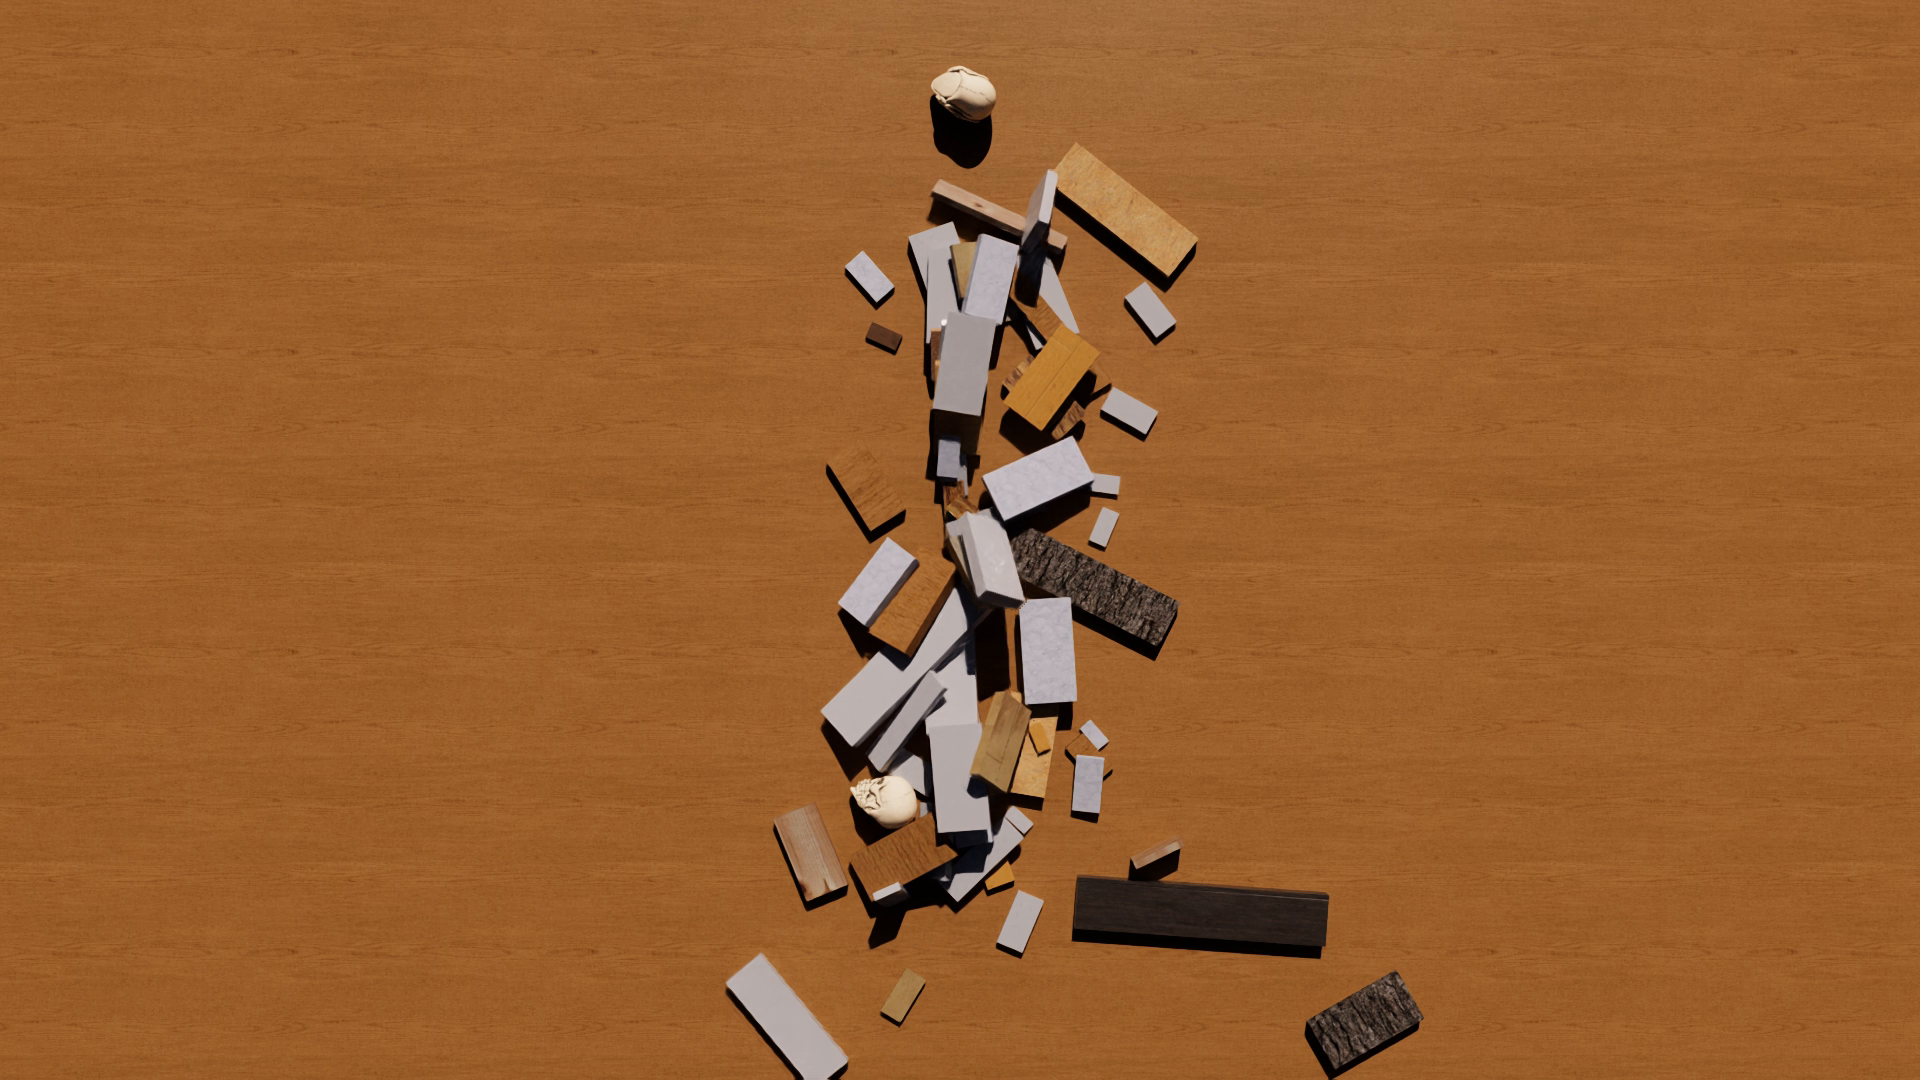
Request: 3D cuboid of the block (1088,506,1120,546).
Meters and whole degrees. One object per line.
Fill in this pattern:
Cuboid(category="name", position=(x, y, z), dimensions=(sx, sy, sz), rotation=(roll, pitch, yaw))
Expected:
Cuboid(category="block", position=(0.479, -0.044, 5.492), dimensions=(0.060, 0.017, 0.120), rotation=(23, 90, 0))

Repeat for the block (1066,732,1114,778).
Cuboid(category="block", position=(0.431, 0.724, 5.489), dimensions=(0.077, 0.022, 0.154), rotation=(-41, 90, 0))

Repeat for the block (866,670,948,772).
Cuboid(category="block", position=(-0.176, 0.595, 5.412), dimensions=(0.374, 0.025, 0.088), rotation=(-53, 53, 17))

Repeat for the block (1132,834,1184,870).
Cuboid(category="block", position=(0.653, 1.031, 5.456), dimensions=(0.176, 0.088, 0.025), rotation=(-26, 90, 0))

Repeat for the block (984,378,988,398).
Cuboid(category="block", position=(0.053, -0.552, 5.489), dimensions=(0.080, 0.023, 0.159), rotation=(4, 90, 0))

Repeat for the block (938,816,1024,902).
Cuboid(category="block", position=(0.068, 1.055, 5.459), dimensions=(0.305, 0.027, 0.096), rotation=(-44, 89, 3))

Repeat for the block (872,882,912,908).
Cuboid(category="block", position=(-0.223, 1.165, 5.410), dimensions=(0.092, 0.184, 0.026), rotation=(-24, 68, 0))

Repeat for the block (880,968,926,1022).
Cuboid(category="block", position=(-0.189, 1.514, 5.489), dimensions=(0.077, 0.022, 0.163), rotation=(31, 90, 0))

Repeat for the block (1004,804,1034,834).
Cuboid(category="block", position=(0.195, 0.931, 5.493), dimensions=(0.094, 0.013, 0.047), rotation=(42, 90, 0))

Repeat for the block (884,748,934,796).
Cuboid(category="block", position=(-0.164, 0.762, 5.486), dimensions=(0.192, 0.027, 0.096), rotation=(31, 90, 0))

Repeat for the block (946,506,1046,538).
Cuboid(category="block", position=(0.118, -0.076, 5.451), dimensions=(0.335, 0.020, 0.069), rotation=(-20, 102, -8))

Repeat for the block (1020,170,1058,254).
Cuboid(category="block", position=(0.258, -1.068, 5.359), dimensions=(0.038, 0.135, 0.269), rotation=(23, 47, -12))

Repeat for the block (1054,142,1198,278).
Cuboid(category="block", position=(0.538, -1.094, 5.477), dimensions=(0.517, 0.045, 0.160), rotation=(38, 90, 0))

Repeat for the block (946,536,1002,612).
Cuboid(category="block", position=(0.071, 0.101, 5.354), dimensions=(0.138, 0.039, 0.275), rotation=(-9, 55, -25))

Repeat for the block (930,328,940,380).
Cuboid(category="block", position=(-0.051, -0.609, 5.417), dimensions=(0.087, 0.025, 0.174), rotation=(0, 118, 1))

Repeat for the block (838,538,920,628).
Cuboid(category="block", position=(-0.268, 0.141, 5.446), dimensions=(0.138, 0.039, 0.275), rotation=(37, 90, 33))

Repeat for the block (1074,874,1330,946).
Cuboid(category="block", position=(0.800, 1.230, 5.476), dimensions=(0.832, 0.048, 0.171), rotation=(4, 90, 0))

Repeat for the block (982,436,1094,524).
Cuboid(category="block", position=(0.257, -0.199, 5.438), dimensions=(0.332, 0.047, 0.166), rotation=(-24, 79, -8))

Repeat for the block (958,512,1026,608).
Cuboid(category="block", position=(0.101, 0.064, 5.300), dimensions=(0.160, 0.320, 0.045), rotation=(17, 133, -35))

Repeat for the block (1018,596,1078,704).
Cuboid(category="block", position=(0.288, 0.363, 5.429), dimensions=(0.171, 0.048, 0.341), rotation=(-4, 90, 0))

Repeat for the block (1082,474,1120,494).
Cuboid(category="block", position=(0.471, -0.189, 5.492), dimensions=(0.120, 0.017, 0.060), rotation=(7, 90, 0))

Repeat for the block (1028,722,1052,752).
Cuboid(category="block", position=(0.263, 0.651, 5.447), dimensions=(0.047, 0.013, 0.094), rotation=(-21, 90, 0))

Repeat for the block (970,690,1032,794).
Cuboid(category="block", position=(0.133, 0.653, 5.333), dimensions=(0.146, 0.041, 0.292), rotation=(40, 58, -37))

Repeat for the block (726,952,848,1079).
Cuboid(category="block", position=(-0.573, 1.597, 5.479), dimensions=(0.146, 0.041, 0.459), rotation=(-40, 90, 0))

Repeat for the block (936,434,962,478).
Cuboid(category="block", position=(-0.036, -0.276, 5.410), dimensions=(0.069, 0.020, 0.139), rotation=(5, 107, -1))

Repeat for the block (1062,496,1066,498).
Cuboid(category="block", position=(0.326, -0.195, 5.492), dimensions=(0.055, 0.016, 0.110), rotation=(-40, 90, 0))

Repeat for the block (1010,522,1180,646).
Cuboid(category="block", position=(0.427, 0.147, 5.477), dimensions=(0.594, 0.047, 0.165), rotation=(27, 90, 0))

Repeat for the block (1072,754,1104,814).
Cuboid(category="block", position=(0.425, 0.809, 5.469), dimensions=(0.092, 0.026, 0.184), rotation=(5, 98, 7))

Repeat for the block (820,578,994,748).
Cuboid(category="block", position=(-0.150, 0.371, 5.419), dimensions=(0.714, 0.047, 0.166), rotation=(-45, 68, 2))

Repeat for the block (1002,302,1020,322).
Cuboid(category="block", position=(0.139, -0.752, 5.492), dimensions=(0.110, 0.016, 0.055), rotation=(-13, 90, 0))

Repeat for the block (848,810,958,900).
Cuboid(category="block", position=(-0.188, 1.039, 5.421), dimensions=(0.329, 0.047, 0.165), rotation=(-31, 83, 17))

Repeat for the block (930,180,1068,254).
Cuboid(category="block", position=(0.130, -1.068, 5.459), dimensions=(0.471, 0.087, 0.025), rotation=(24, 130, 0))

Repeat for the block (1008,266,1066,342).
Cuboid(category="block", position=(0.234, -0.781, 5.444), dimensions=(0.080, 0.023, 0.274), rotation=(-40, 89, 0))

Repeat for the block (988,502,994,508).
Cuboid(category="block", position=(0.135, -0.129, 5.492), dimensions=(0.053, 0.015, 0.106), rotation=(28, 90, 0))
